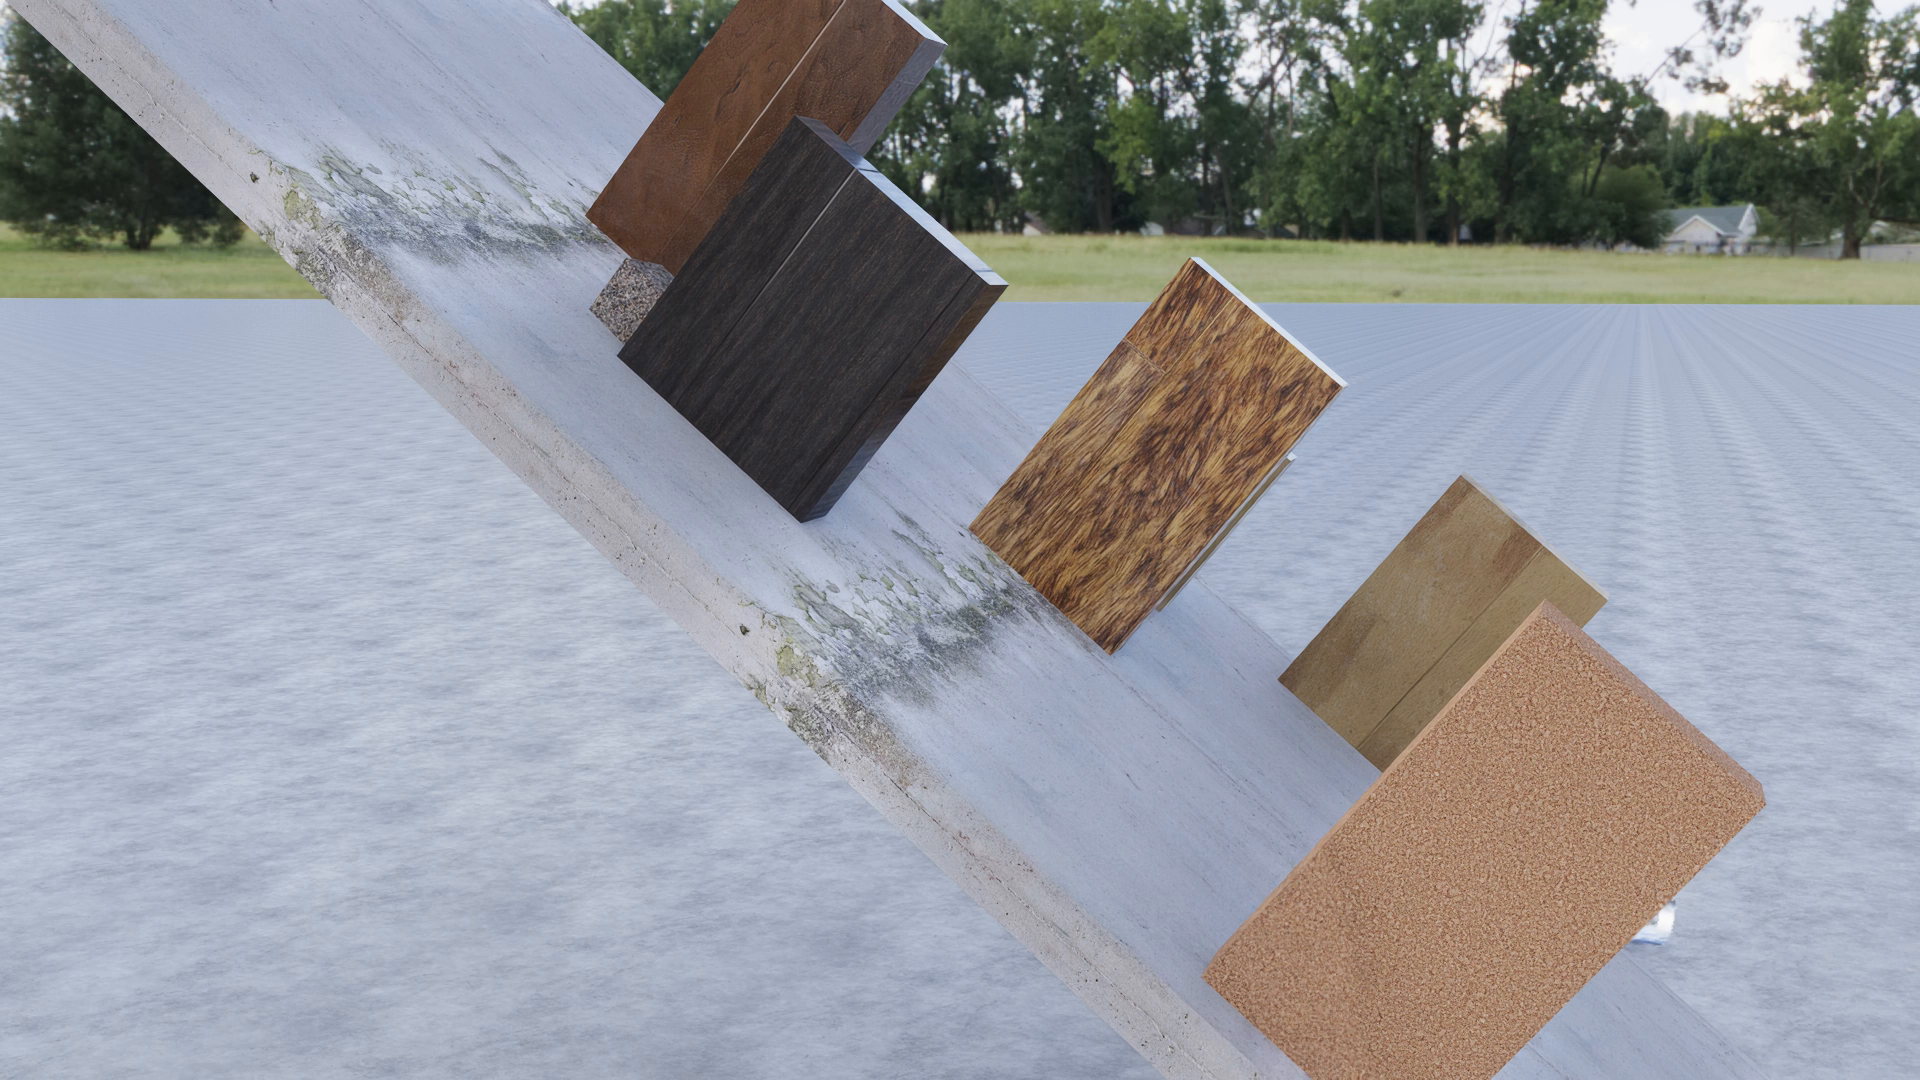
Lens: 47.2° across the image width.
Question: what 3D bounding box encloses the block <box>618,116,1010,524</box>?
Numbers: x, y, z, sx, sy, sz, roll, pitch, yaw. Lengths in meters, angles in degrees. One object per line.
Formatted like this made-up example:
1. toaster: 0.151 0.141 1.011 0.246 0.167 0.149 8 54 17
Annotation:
1. block: -0.238 -0.348 3.492 0.409 0.487 0.110 42 16 9

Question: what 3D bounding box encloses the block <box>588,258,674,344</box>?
1. block: -0.521 -0.386 3.651 0.109 0.109 0.109 45 17 18

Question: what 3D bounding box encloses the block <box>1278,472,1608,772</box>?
1. block: 1.001 0.202 4.578 0.386 0.575 0.103 42 16 9

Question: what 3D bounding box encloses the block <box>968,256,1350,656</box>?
1. block: 0.352 -0.149 3.974 0.353 0.641 0.088 42 16 9

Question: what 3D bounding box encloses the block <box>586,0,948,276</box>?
1. block: -0.355 -0.741 3.988 0.315 0.651 0.135 42 16 9

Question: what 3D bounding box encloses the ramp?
1. ramp: 0.005 0.042 4.038 4.000 0.100 2.000 42 16 9

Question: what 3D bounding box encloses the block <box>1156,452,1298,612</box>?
1. block: 0.429 -0.111 4.462 0.307 0.408 0.090 42 16 9

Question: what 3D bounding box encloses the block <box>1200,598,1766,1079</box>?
1. block: 0.703 0.467 3.001 0.372 0.695 0.124 42 16 9
